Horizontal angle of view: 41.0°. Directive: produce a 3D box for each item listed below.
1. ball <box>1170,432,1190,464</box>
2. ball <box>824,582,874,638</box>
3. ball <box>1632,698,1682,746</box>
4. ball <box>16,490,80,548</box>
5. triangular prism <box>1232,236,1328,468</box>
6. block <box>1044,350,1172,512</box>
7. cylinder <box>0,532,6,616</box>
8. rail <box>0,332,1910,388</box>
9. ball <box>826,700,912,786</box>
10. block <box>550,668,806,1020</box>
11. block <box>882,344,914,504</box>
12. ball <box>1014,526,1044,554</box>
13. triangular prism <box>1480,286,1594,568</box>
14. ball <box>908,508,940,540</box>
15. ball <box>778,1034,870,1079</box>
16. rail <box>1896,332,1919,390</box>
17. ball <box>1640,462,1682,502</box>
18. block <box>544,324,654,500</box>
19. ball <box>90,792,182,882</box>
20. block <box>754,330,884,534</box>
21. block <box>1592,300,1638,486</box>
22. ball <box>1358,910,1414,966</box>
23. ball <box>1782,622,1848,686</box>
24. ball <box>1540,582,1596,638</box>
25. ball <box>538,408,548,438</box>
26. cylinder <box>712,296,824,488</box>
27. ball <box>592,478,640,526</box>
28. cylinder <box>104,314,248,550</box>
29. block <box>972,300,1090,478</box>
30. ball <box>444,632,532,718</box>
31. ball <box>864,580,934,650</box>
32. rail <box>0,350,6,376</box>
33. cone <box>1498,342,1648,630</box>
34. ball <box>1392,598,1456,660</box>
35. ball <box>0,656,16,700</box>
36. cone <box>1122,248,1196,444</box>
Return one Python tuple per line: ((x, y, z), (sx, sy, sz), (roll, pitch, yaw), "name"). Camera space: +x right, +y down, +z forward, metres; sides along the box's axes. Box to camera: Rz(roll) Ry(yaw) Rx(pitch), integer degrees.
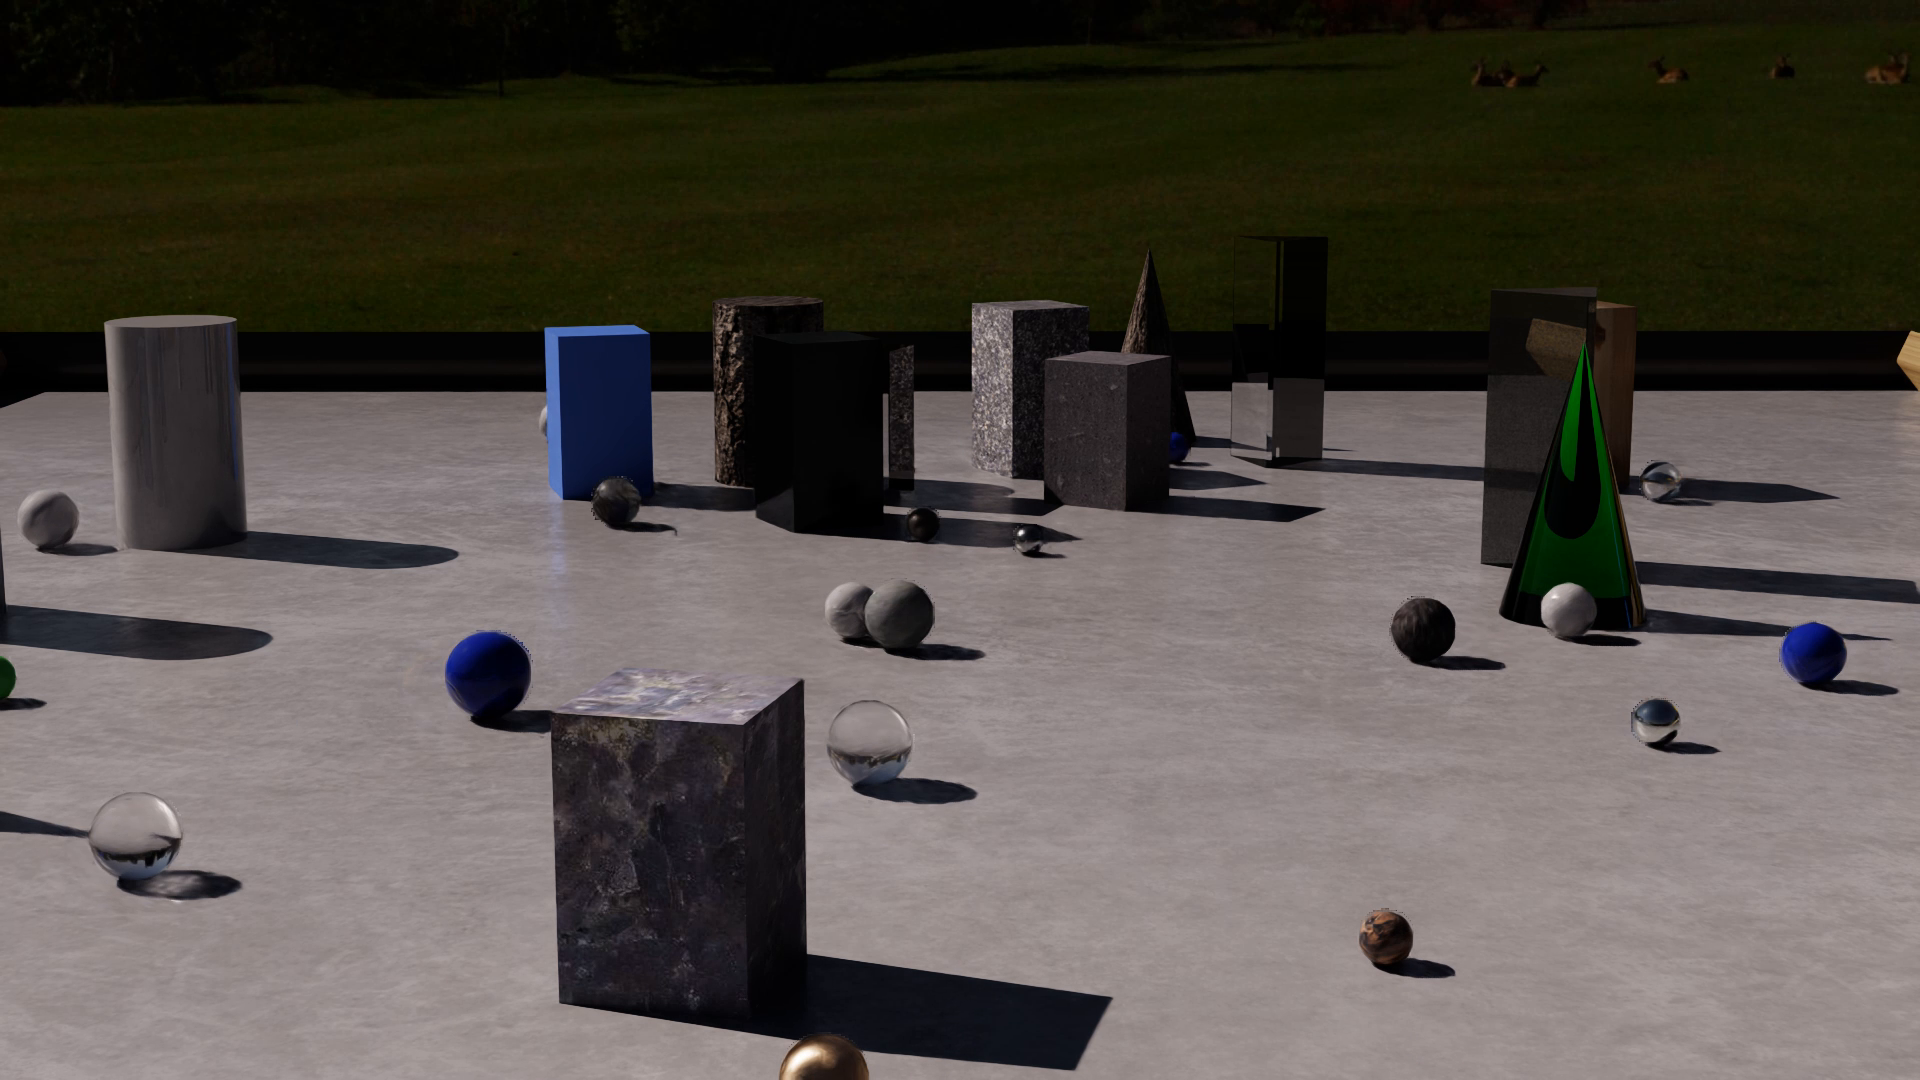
((0.396, -0.170, 4.738), (0.056, 0.056, 0.056), (0, 11, 0), "ball")
((-0.138, 0.090, 3.284), (0.073, 0.073, 0.073), (0, 11, 0), "ball")
((0.754, 0.197, 2.774), (0.051, 0.051, 0.051), (0, 11, 0), "ball")
((-1.387, -0.033, 3.905), (0.090, 0.090, 0.090), (0, 11, 0), "ball")
((0.566, -0.353, 4.750), (0.146, 0.412, 0.168), (9, 14, 41), "triangular prism")
((0.248, -0.186, 4.313), (0.156, 0.242, 0.156), (7, 12, 31), "block")
((-1.379, -0.086, 3.396), (0.194, 0.381, 0.194), (0, 11, 0), "cylinder")
((-0.014, -0.407, 5.816), (4.359, 0.126, 0.045), (0, 11, 0), "rail")
((-0.092, 0.207, 2.616), (0.088, 0.088, 0.088), (0, 11, 0), "ball")
((-0.221, 0.238, 2.050), (0.156, 0.235, 0.156), (3, 11, 13), "block")
((-0.179, -0.201, 4.366), (0.156, 0.253, 0.156), (4, 11, 20), "block")
((0.103, 0.000, 3.853), (0.044, 0.044, 0.044), (0, 11, 0), "ball")
((0.880, -0.163, 3.747), (0.168, 0.404, 0.146), (10, 15, 44), "triangular prism")
((-0.057, -0.024, 3.969), (0.050, 0.050, 0.050), (0, 11, 0), "ball")
((-0.094, 0.375, 1.779), (0.064, 0.064, 0.064), (0, 11, 0), "ball")
((2.156, 0.030, 3.461), (0.045, 0.126, 4.862), (0, 11, 0), "rail")
((1.181, -0.098, 4.322), (0.067, 0.067, 0.067), (0, 11, 0), "ball")
((-0.621, -0.222, 4.414), (0.156, 0.277, 0.156), (-3, 11, -17), "block")
((-0.744, 0.267, 2.316), (0.080, 0.080, 0.080), (0, 11, 0), "ball")
((-0.227, -0.176, 4.110), (0.156, 0.298, 0.156), (-5, 12, -27), "block")
((1.072, -0.258, 4.508), (0.156, 0.313, 0.156), (-3, 11, -18), "block")
((0.349, 0.326, 2.099), (0.044, 0.044, 0.044), (0, 11, 0), "ball")
((1.014, 0.135, 3.045), (0.074, 0.074, 0.074), (0, 11, 0), "ball")
((0.781, 0.090, 3.294), (0.071, 0.071, 0.071), (0, 11, 0), "ball")
((-0.778, -0.229, 4.988), (0.081, 0.081, 0.081), (0, 11, 0), "ball")
((-0.337, -0.264, 4.531), (0.194, 0.316, 0.194), (0, 11, 0), "cylinder")
((-0.548, -0.061, 4.094), (0.077, 0.077, 0.077), (0, 11, 0), "ball")
((-1.207, -0.168, 3.954), (0.194, 0.339, 0.194), (0, 11, 0), "cylinder")
((0.126, -0.275, 4.640), (0.156, 0.299, 0.156), (-5, 12, -27), "block")
((-0.532, 0.152, 2.891), (0.097, 0.097, 0.097), (0, 11, 0), "ball")
((-0.077, 0.095, 3.227), (0.088, 0.088, 0.088), (0, 11, 0), "ball")
((-2.156, 0.035, 3.437), (0.045, 0.126, 4.862), (0, 11, 0), "rail")
((0.820, -0.081, 3.402), (0.194, 0.369, 0.194), (0, 11, 0), "cone")
((0.573, 0.110, 3.169), (0.078, 0.078, 0.078), (0, 11, 0), "ball")
((-1.120, 0.160, 2.964), (0.055, 0.055, 0.055), (0, 11, 0), "ball")
((0.367, -0.384, 5.009), (0.194, 0.378, 0.194), (0, 11, 0), "cone")
